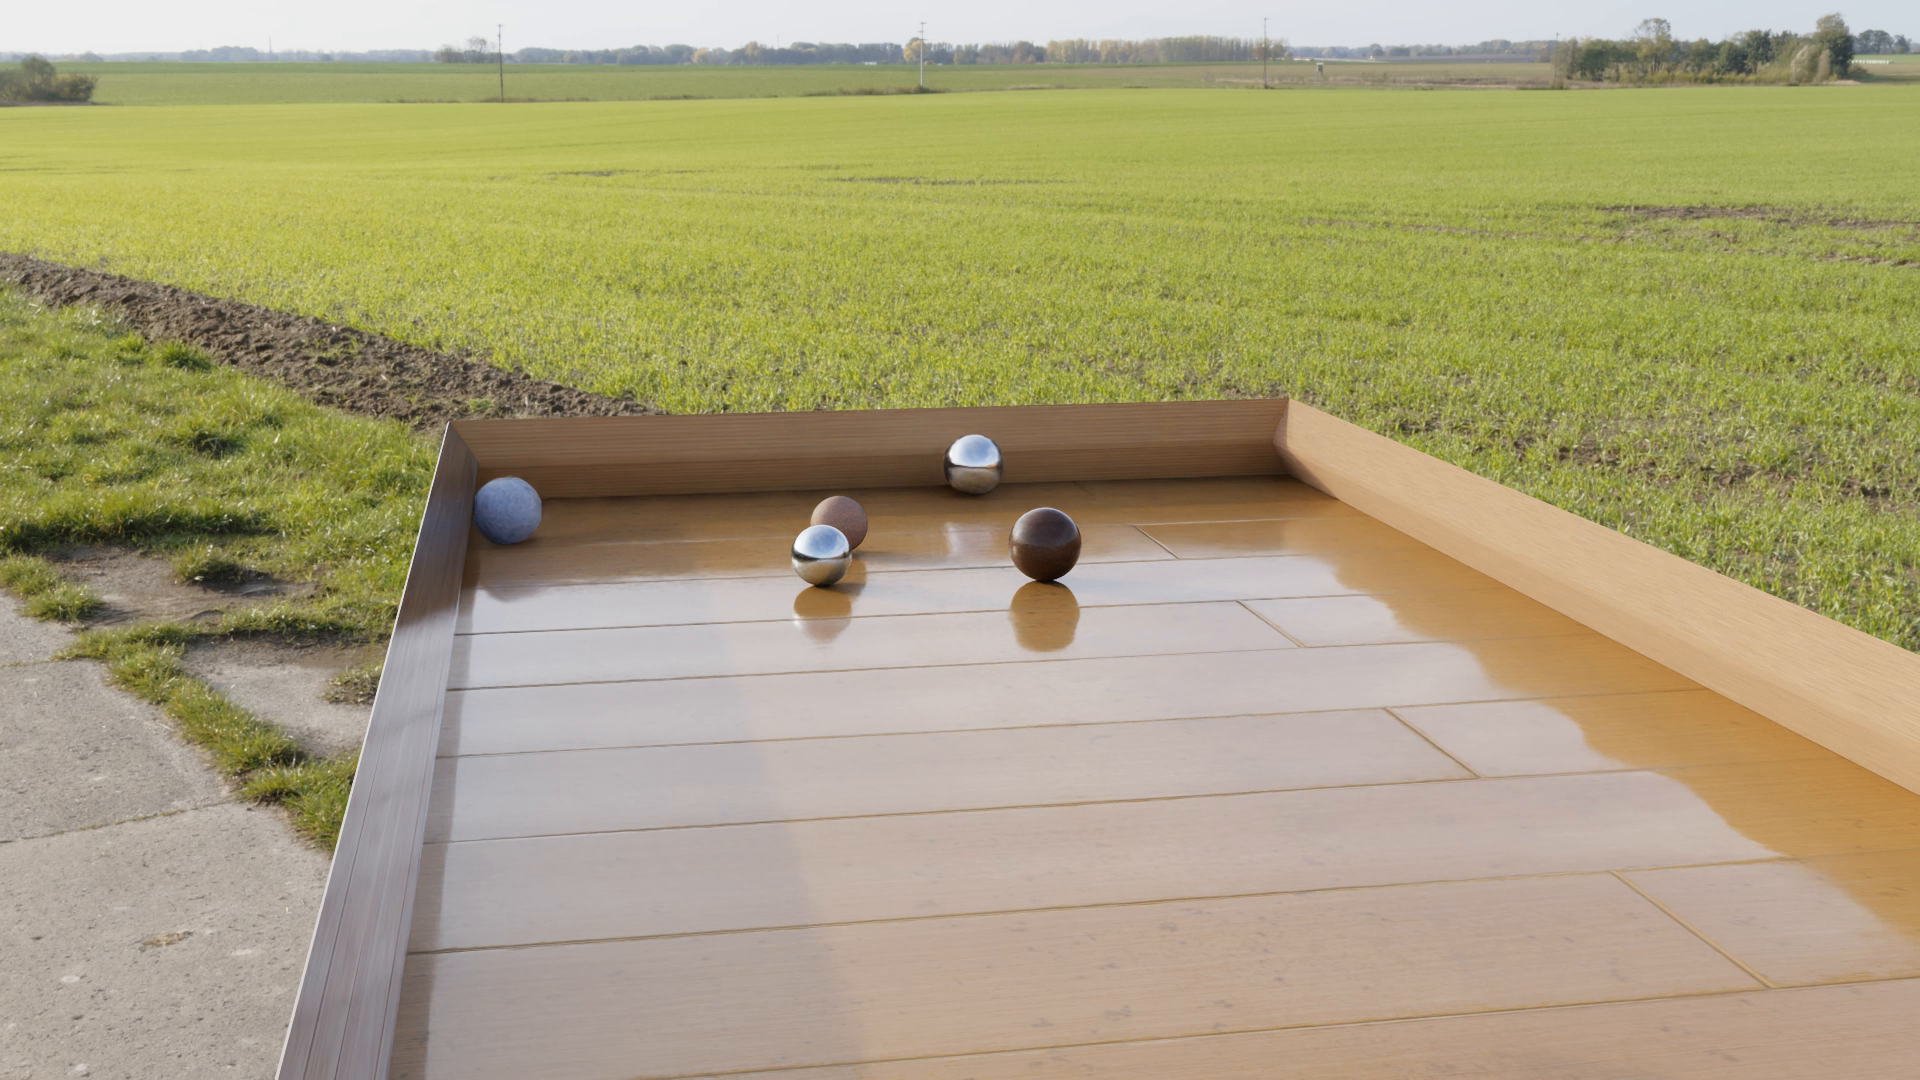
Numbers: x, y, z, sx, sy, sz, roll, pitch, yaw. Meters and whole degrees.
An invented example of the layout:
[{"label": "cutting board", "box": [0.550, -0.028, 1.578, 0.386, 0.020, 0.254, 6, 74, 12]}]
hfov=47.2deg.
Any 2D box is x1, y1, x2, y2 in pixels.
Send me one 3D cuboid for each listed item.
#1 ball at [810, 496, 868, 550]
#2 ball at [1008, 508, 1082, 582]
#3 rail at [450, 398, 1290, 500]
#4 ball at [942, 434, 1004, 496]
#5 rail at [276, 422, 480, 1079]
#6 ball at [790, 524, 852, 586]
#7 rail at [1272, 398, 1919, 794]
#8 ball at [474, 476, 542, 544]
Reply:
[{"label": "ball", "box": [-0.168, -0.022, 3.055, 0.080, 0.080, 0.080, 0, 12, 0]}, {"label": "ball", "box": [0.111, 0.006, 2.881, 0.096, 0.096, 0.096, 0, 12, 0]}, {"label": "rail", "box": [-0.118, -0.144, 3.536, 1.373, 0.126, 0.045, -2, 12, -10]}, {"label": "ball", "box": [0.021, -0.119, 3.491, 0.097, 0.097, 0.097, 0, 12, 0]}, {"label": "rail", "box": [-0.529, 0.135, 2.170, 0.045, 0.126, 2.634, -2, 12, -10]}, {"label": "ball", "box": [-0.180, 0.020, 2.853, 0.080, 0.080, 0.080, 0, 12, 0]}, {"label": "rail", "box": [0.774, 0.086, 2.411, 0.045, 0.126, 2.634, -2, 12, -10]}, {"label": "ball", "box": [-0.641, -0.043, 3.117, 0.096, 0.096, 0.096, 0, 12, 0]}]
